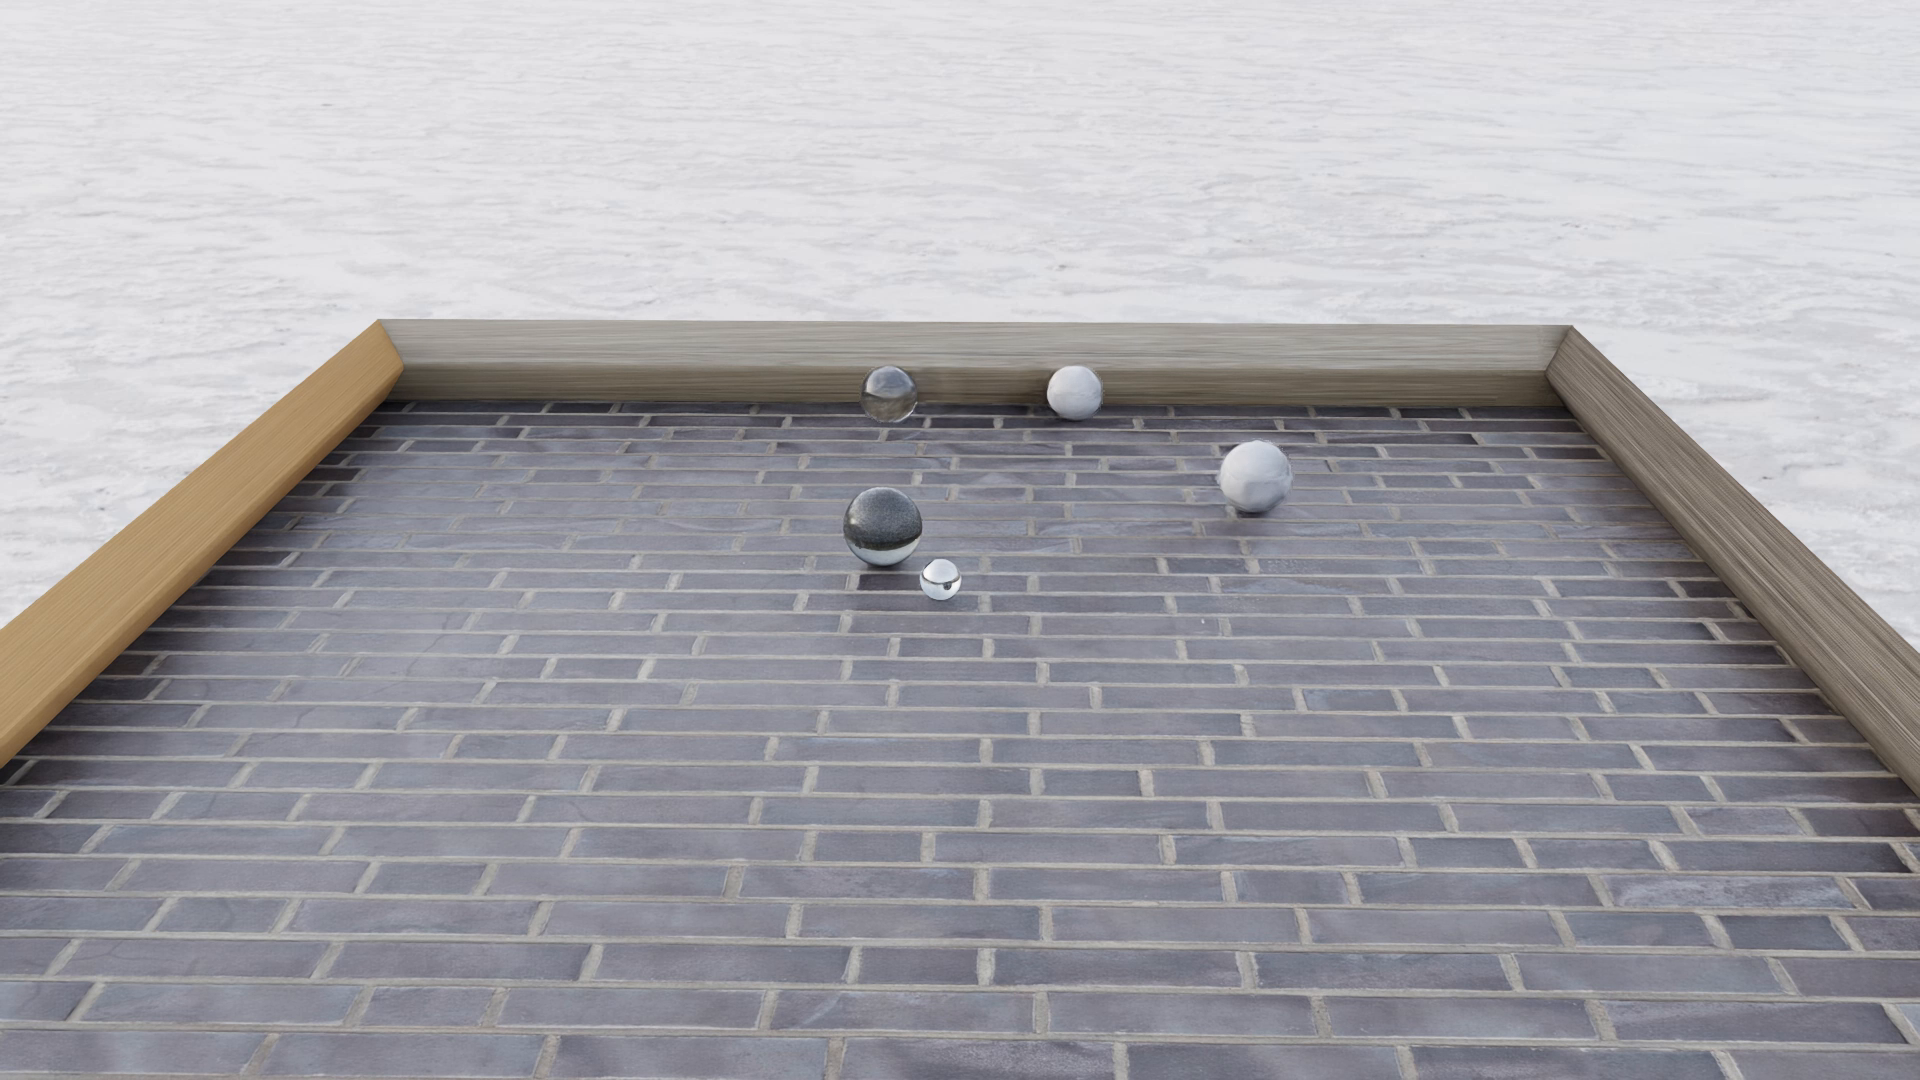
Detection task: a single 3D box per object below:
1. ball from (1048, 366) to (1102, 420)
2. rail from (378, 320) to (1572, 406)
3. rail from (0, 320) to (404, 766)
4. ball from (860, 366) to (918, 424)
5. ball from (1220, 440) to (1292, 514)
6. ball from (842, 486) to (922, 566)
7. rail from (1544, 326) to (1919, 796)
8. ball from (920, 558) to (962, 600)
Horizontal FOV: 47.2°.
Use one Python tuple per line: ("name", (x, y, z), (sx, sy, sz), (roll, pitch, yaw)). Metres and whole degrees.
("ball", (0.164, -0.210, 3.144), (0.079, 0.079, 0.079), (0, 19, 0))
("rail", (0.016, -0.253, 3.203), (1.744, 0.120, 0.045), (0, 19, 1))
("rail", (-0.865, 0.213, 1.824), (0.045, 0.120, 2.998), (0, 19, 1))
("ball", (-0.101, -0.207, 3.129), (0.082, 0.082, 0.082), (0, 19, 0))
("ball", (0.368, -0.078, 2.736), (0.090, 0.090, 0.090), (0, 19, 0))
("ball", (-0.090, -0.016, 2.546), (0.093, 0.093, 0.093), (0, 19, 0))
("rail", (0.831, 0.225, 1.788), (0.045, 0.120, 2.998), (0, 19, 1))
("ball", (-0.022, 0.044, 2.443), (0.046, 0.046, 0.046), (0, 19, 0))
